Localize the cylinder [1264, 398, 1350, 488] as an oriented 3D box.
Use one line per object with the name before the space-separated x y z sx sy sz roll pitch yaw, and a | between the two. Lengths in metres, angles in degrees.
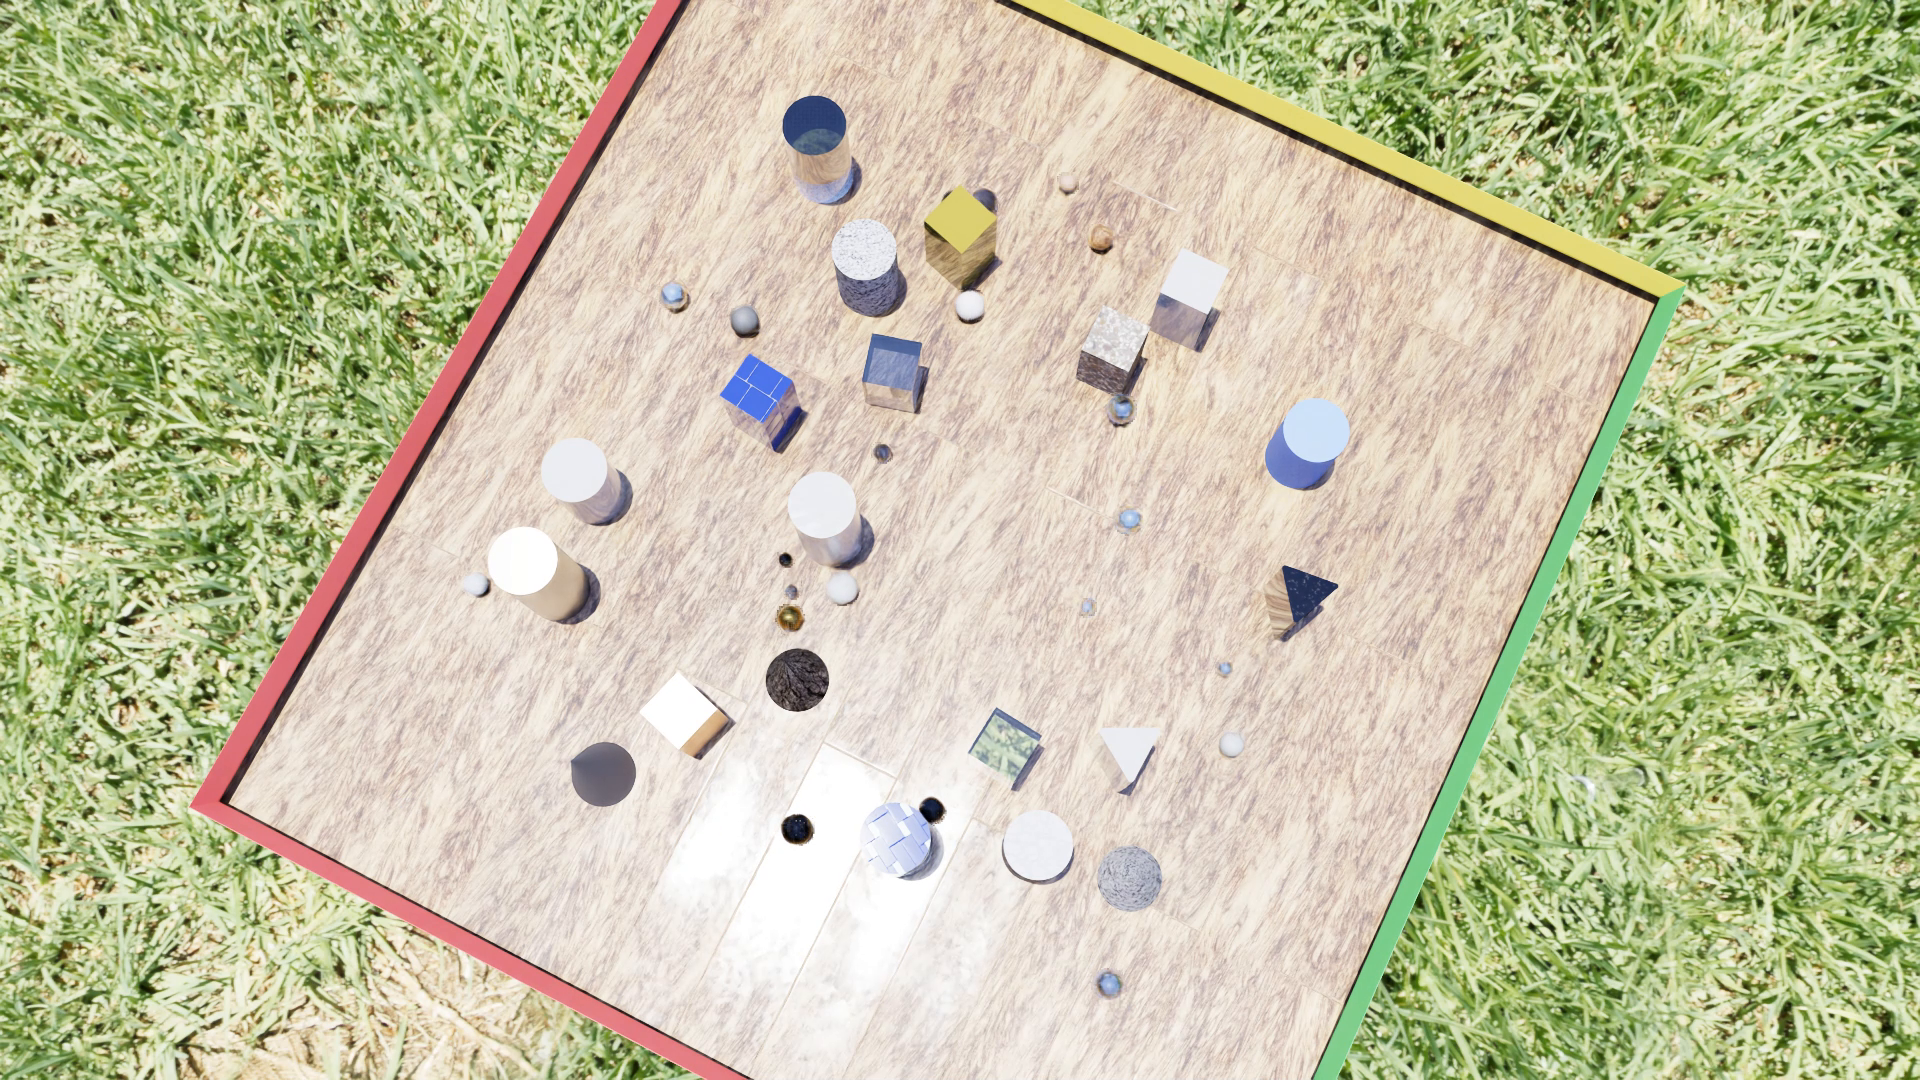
cylinder | 1.039 -0.287 5.506 0.193 0.332 0.193 0 78 0

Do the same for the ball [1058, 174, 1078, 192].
ball | 0.343 -1.134 5.821 0.059 0.059 0.059 0 78 0

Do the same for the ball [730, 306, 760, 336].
ball | -0.671 -0.683 5.713 0.089 0.089 0.089 0 78 0

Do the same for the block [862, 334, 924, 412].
block | -0.203 -0.508 5.600 0.155 0.239 0.155 11 79 2

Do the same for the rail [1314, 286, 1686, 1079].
rail | 1.454 0.718 5.403 0.045 0.126 3.436 26 80 5

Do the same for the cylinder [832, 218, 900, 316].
cylinder | -0.286 -0.833 5.623 0.193 0.326 0.193 0 78 0

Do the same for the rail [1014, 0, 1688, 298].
rail | 0.758 -1.478 5.857 3.298 0.126 0.045 26 80 5

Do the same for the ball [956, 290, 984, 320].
ball | 0.031 -0.732 5.721 0.092 0.092 0.092 0 78 0

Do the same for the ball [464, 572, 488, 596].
ball | -1.466 0.134 5.553 0.071 0.071 0.071 0 78 0

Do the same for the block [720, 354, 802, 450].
block | -0.597 -0.411 5.533 0.155 0.331 0.155 33 80 6

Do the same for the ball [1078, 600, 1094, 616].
ball | 0.384 0.205 5.549 0.048 0.048 0.048 0 78 0

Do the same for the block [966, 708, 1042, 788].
block | 0.127 0.609 5.334 0.155 0.308 0.155 32 80 6

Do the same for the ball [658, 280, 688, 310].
ball | -0.896 -0.767 5.729 0.090 0.090 0.090 0 78 0

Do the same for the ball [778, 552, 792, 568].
ball | -0.532 0.061 5.581 0.044 0.044 0.044 0 78 0

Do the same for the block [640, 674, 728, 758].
block | -0.801 0.515 5.358 0.155 0.298 0.155 42 81 8

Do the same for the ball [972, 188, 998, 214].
ball | 0.075 -1.067 5.792 0.089 0.089 0.089 0 78 0

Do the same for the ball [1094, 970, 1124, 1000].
ball | 0.431 1.289 5.305 0.088 0.088 0.088 0 78 0

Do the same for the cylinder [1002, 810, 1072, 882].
cylinder | 0.218 0.883 5.268 0.193 0.326 0.193 0 78 0

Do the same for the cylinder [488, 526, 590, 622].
cylinder | -1.224 0.105 5.357 0.193 0.466 0.193 0 78 0

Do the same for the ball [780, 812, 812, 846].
ball | -0.481 0.851 5.392 0.095 0.095 0.095 0 78 0

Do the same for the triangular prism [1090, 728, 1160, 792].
triangular prism | 0.490 0.602 5.272 0.145 0.431 0.167 -30 80 -6

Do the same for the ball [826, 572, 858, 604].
ball | -0.356 0.144 5.537 0.097 0.097 0.097 0 78 0

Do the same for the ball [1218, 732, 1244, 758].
ball | 0.808 0.609 5.452 0.076 0.076 0.076 0 78 0

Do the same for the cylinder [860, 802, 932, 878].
cylinder | -0.177 0.856 5.203 0.193 0.462 0.193 0 78 0

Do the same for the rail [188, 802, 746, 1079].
rail | -0.758 1.491 5.243 3.298 0.126 0.045 26 80 5

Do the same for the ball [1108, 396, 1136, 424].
ball | 0.497 -0.402 5.642 0.088 0.088 0.088 0 78 0

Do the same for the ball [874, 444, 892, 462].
ball | -0.239 -0.269 5.643 0.057 0.057 0.057 0 78 0

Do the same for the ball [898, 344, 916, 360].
ball | -0.166 -0.587 5.711 0.052 0.052 0.052 0 78 0

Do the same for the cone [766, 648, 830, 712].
cone | -0.490 0.381 5.326 0.193 0.414 0.193 0 78 0

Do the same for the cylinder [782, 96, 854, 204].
cylinder | -0.437 -1.205 5.675 0.193 0.375 0.193 0 78 0

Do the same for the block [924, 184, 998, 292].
block | 0.002 -0.920 5.627 0.155 0.352 0.155 43 81 8

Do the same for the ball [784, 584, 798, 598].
ball | -0.512 0.158 5.562 0.043 0.043 0.043 0 78 0

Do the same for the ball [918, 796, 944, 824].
ball | -0.084 0.794 5.394 0.079 0.079 0.079 0 78 0

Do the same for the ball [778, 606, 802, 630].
ball | -0.513 0.236 5.530 0.074 0.074 0.074 0 78 0

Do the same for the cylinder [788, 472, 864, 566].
cylinder | -0.391 -0.056 5.406 0.193 0.436 0.193 0 78 0

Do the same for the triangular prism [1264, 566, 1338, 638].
triangular prism | 0.973 0.162 5.412 0.167 0.335 0.145 -39 81 -7

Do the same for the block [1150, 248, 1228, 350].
block | 0.694 -0.730 5.588 0.155 0.352 0.155 26 79 5

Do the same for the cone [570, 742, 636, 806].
cone | -1.063 0.651 5.238 0.193 0.478 0.193 0 78 0

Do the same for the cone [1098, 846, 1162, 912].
cone | 0.501 0.970 5.267 0.193 0.292 0.193 0 78 0

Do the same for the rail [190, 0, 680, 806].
rail | -1.454 -0.705 5.697 0.045 0.126 3.436 26 80 5

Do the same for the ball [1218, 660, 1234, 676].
ball | 0.798 0.387 5.512 0.048 0.048 0.048 0 78 0

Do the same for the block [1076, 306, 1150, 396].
block | 0.463 -0.569 5.583 0.155 0.297 0.155 26 79 5

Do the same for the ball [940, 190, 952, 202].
ball | -0.017 -1.061 5.790 0.089 0.089 0.089 0 78 0

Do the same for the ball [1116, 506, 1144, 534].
ball | 0.516 -0.063 5.586 0.086 0.086 0.086 0 78 0

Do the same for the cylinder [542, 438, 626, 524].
cylinder | -1.126 -0.174 5.497 0.193 0.304 0.193 0 78 0

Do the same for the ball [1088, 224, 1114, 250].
ball | 0.443 -0.952 5.773 0.079 0.079 0.079 0 78 0
